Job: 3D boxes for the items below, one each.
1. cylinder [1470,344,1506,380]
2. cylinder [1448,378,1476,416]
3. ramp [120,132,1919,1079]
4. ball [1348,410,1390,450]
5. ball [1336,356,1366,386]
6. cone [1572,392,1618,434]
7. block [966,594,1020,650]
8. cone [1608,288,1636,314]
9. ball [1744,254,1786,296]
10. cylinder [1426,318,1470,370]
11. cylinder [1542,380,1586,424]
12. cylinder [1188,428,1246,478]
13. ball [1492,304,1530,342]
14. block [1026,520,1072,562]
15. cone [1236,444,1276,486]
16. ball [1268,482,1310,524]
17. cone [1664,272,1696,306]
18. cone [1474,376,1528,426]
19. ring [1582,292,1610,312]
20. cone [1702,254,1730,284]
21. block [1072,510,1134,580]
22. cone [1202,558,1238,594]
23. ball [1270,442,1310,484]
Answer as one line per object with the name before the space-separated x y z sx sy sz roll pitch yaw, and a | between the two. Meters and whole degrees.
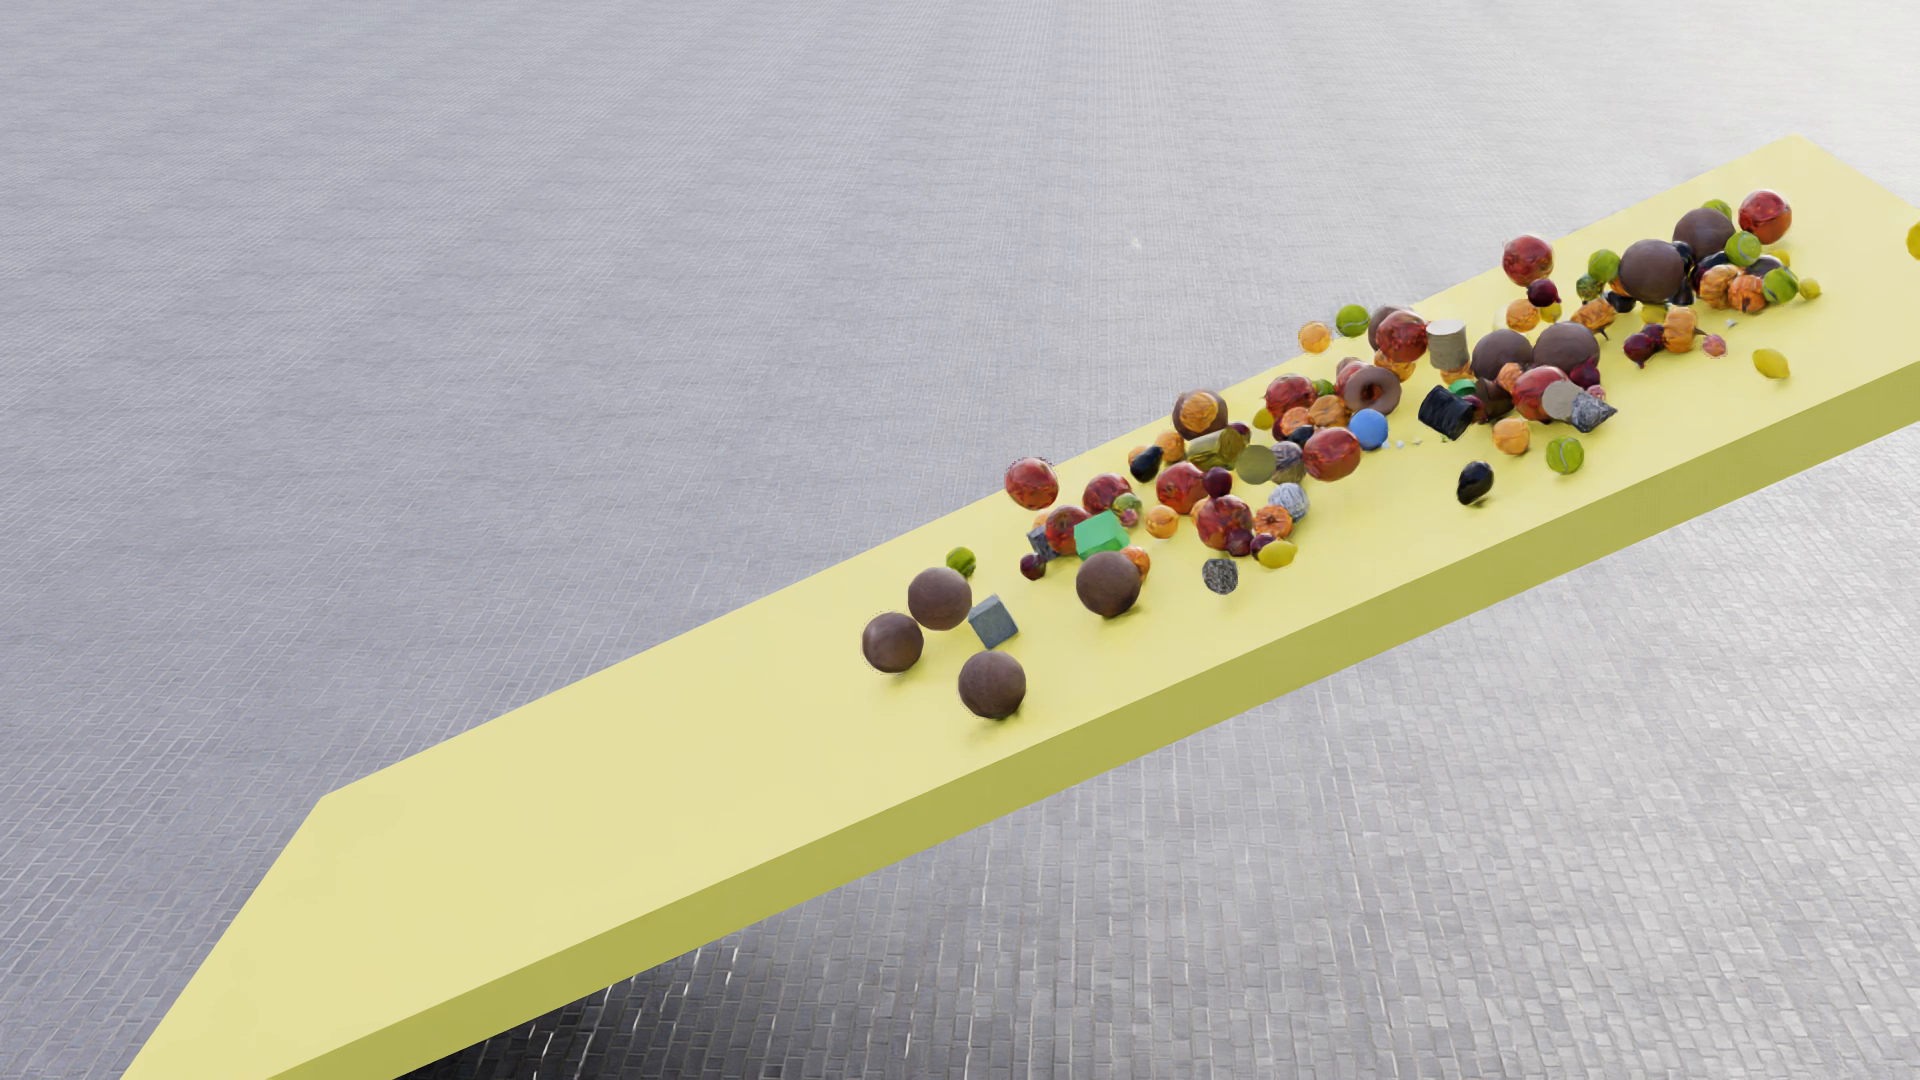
cylinder | 1.102 -0.372 6.141 0.053 0.053 0.053 34 -11 8
cylinder | 1.026 -0.288 5.973 0.065 0.065 0.065 1 18 2
ramp | 0.136 0.169 6.282 4.000 0.100 2.000 -24 13 9
ball | 0.840 -0.227 6.053 0.085 0.085 0.085 0 16 0
ball | 0.876 -0.377 6.588 0.069 0.069 0.069 0 16 0
cone | 1.192 -0.239 5.466 0.079 0.079 0.079 -14 9 -40
block | 0.066 0.167 6.016 0.076 0.076 0.076 -33 13 2
cone | 1.370 -0.483 6.101 0.061 0.061 0.061 5 32 17
ball | 1.582 -0.521 5.783 0.080 0.080 0.080 0 16 0
cylinder | 1.002 -0.402 6.039 0.080 0.080 0.080 -10 26 5
cylinder | 1.148 -0.261 5.562 0.074 0.074 0.074 9 -2 28
cylinder | 0.557 -0.188 6.360 0.091 0.091 0.091 -15 -1 -43
ball | 1.184 -0.465 6.323 0.082 0.082 0.082 0 16 0
block | 0.194 0.004 6.444 0.064 0.064 0.064 -29 13 -9
cone | 0.582 -0.138 5.715 0.080 0.080 0.080 5 -8 18
ball | 0.651 -0.073 5.830 0.082 0.082 0.082 0 16 0
cone | 1.468 -0.518 5.973 0.065 0.065 0.065 0 28 0
cone | 1.088 -0.278 5.870 0.098 0.098 0.098 0 16 -5
ring | 1.354 -0.504 6.218 0.081 0.027 0.081 -13 -11 -3
cone | 1.549 -0.567 6.067 0.060 0.060 0.060 -25 13 6
block | 0.295 0.010 6.037 0.087 0.087 0.087 -25 40 15
cone | 0.507 0.054 5.565 0.075 0.075 0.075 9 25 28
ball | 0.675 -0.157 6.082 0.094 0.094 0.094 0 16 0
